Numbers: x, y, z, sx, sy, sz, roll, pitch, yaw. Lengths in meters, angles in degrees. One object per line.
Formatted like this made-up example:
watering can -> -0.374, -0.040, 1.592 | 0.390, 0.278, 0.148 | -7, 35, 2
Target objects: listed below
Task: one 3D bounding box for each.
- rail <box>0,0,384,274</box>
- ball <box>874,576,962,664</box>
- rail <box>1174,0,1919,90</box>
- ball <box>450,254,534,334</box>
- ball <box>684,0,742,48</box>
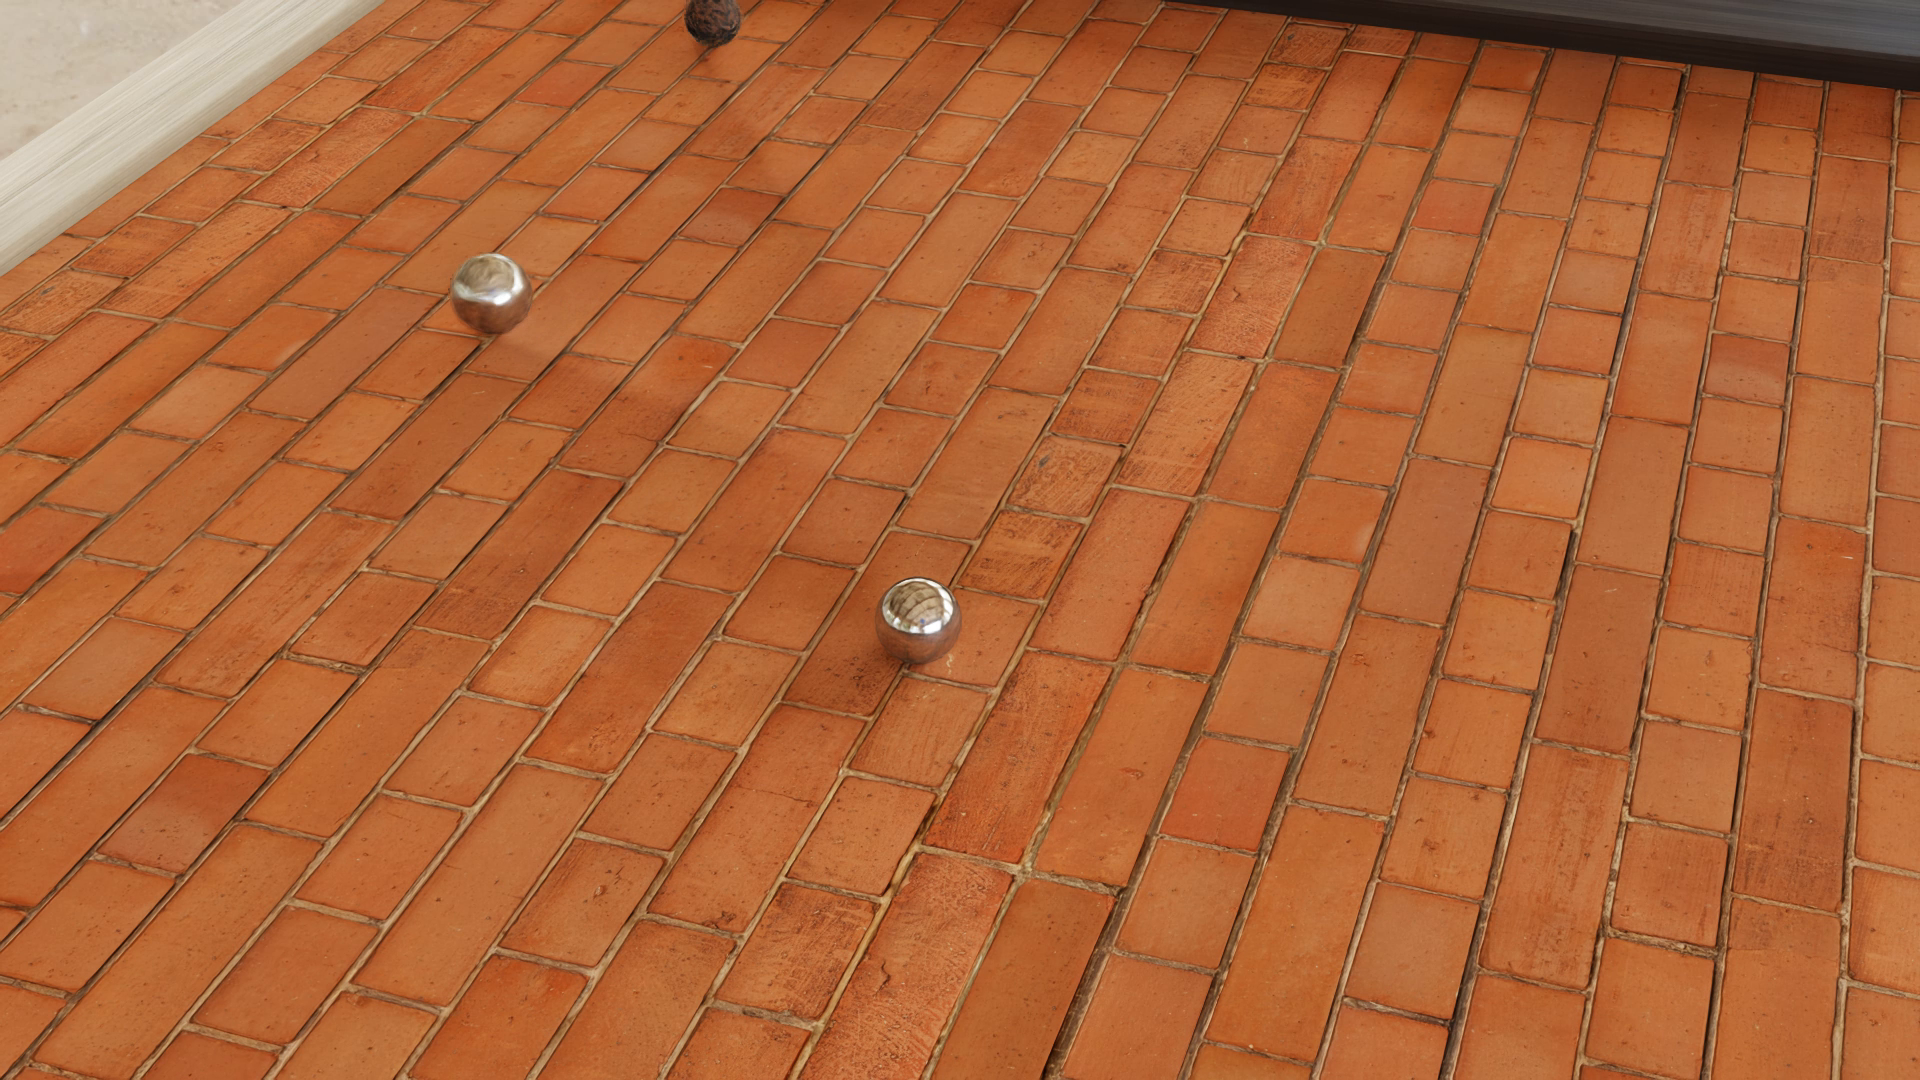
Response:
rail -> -0.975, -0.191, 2.294 | 0.045, 0.105, 2.520 | 10, 35, 15
ball -> -0.032, 0.061, 1.947 | 0.067, 0.067, 0.067 | 0, 33, 0
rail -> 1.386, -0.476, 2.729 | 4.203, 0.105, 0.045 | 10, 35, 15
ball -> -0.434, -0.228, 2.382 | 0.075, 0.075, 0.075 | 0, 33, 0
ball -> -0.285, -0.601, 2.959 | 0.065, 0.065, 0.065 | 0, 33, 0
